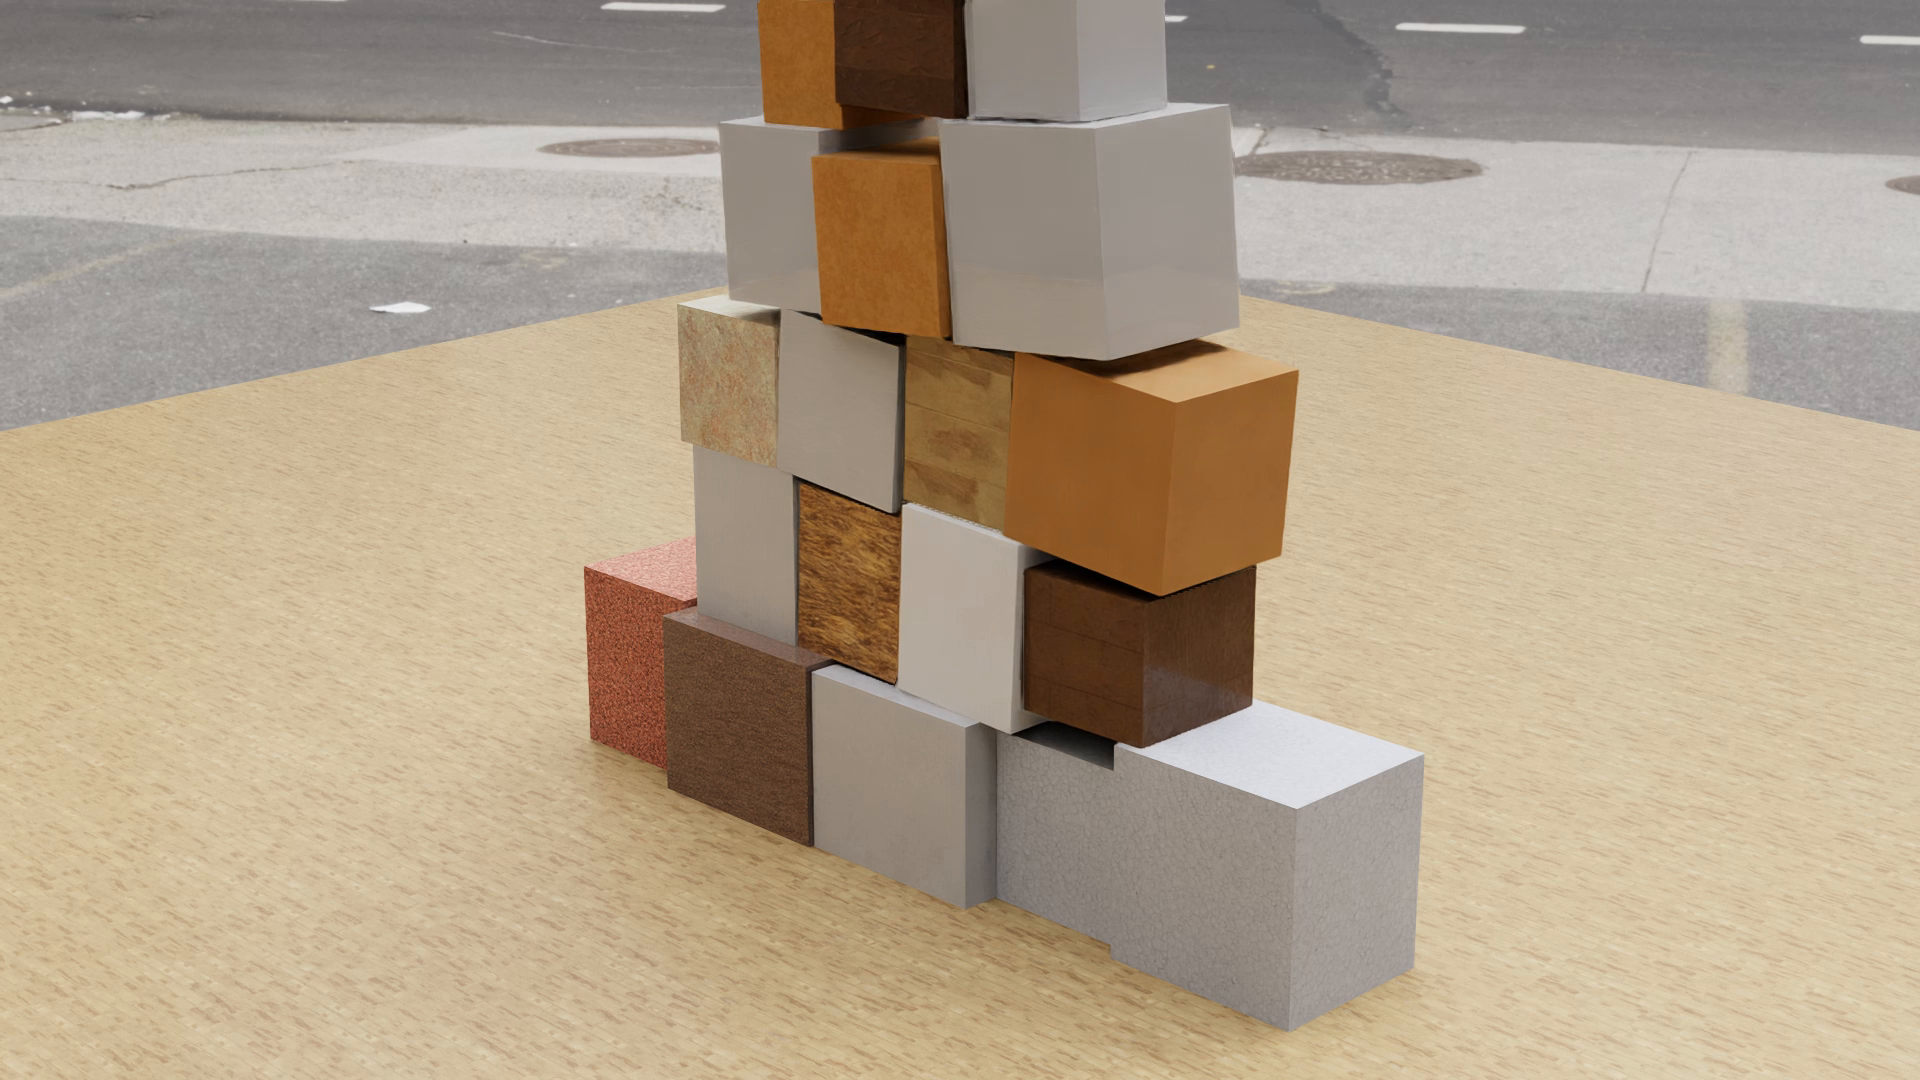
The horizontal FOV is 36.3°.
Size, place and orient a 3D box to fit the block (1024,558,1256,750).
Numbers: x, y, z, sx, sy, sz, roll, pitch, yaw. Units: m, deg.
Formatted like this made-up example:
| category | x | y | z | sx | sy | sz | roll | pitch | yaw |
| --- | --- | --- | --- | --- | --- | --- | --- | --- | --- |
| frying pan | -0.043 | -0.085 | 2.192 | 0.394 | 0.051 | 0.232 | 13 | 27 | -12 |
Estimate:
| category | x | y | z | sx | sy | sz | roll | pitch | yaw |
| --- | --- | --- | --- | --- | --- | --- | --- | --- | --- |
| block | 0.774 | 0.424 | 12.652 | 0.683 | 0.642 | 0.725 | 16 | 24 | 42 |

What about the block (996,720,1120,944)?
| category | x | y | z | sx | sy | sz | roll | pitch | yaw |
| --- | --- | --- | --- | --- | --- | --- | --- | --- | --- |
| block | 0.665 | 1.239 | 13.046 | 0.642 | 0.812 | 0.773 | -17 | 24 | -42 |

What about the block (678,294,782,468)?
| category | x | y | z | sx | sy | sz | roll | pitch | yaw |
| --- | --- | --- | --- | --- | --- | --- | --- | --- | --- |
| block | -0.825 | -0.802 | 13.954 | 0.755 | 0.671 | 0.685 | -17 | 24 | -42 |

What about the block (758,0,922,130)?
| category | x | y | z | sx | sy | sz | roll | pitch | yaw |
| --- | --- | --- | --- | --- | --- | --- | --- | --- | --- |
| block | -0.509 | -2.174 | 13.168 | 0.519 | 0.564 | 0.572 | 12 | 21 | 44 |

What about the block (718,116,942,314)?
| category | x | y | z | sx | sy | sz | roll | pitch | yaw |
| --- | --- | --- | --- | --- | --- | --- | --- | --- | --- |
| block | -0.573 | -1.529 | 13.438 | 0.762 | 0.816 | 0.672 | -17 | 21 | -42 |

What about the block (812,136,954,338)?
| category | x | y | z | sx | sy | sz | roll | pitch | yaw |
| --- | --- | --- | --- | --- | --- | --- | --- | --- | --- |
| block | -0.060 | -1.360 | 12.962 | 0.744 | 0.739 | 0.875 | 11 | 20 | 44 |

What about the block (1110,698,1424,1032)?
| category | x | y | z | sx | sy | sz | roll | pitch | yaw |
| --- | --- | --- | --- | --- | --- | --- | --- | --- | --- |
| block | 1.293 | 1.345 | 12.425 | 0.847 | 0.983 | 0.980 | -17 | 24 | -42 |

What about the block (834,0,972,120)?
| category | x | y | z | sx | sy | sz | roll | pitch | yaw |
| --- | --- | --- | --- | --- | --- | --- | --- | --- | --- |
| block | -0.063 | -2.262 | 12.674 | 0.733 | 0.748 | 0.633 | 16 | 23 | 43 |

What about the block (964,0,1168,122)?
| category | x | y | z | sx | sy | sz | roll | pitch | yaw |
| --- | --- | --- | --- | --- | --- | --- | --- | --- | --- |
| block | 0.441 | -2.060 | 12.228 | 0.634 | 0.547 | 0.540 | 11 | 20 | 44 |

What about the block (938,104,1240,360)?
| category | x | y | z | sx | sy | sz | roll | pitch | yaw |
| --- | --- | --- | --- | --- | --- | --- | --- | --- | --- |
| block | 0.551 | -1.325 | 12.372 | 0.886 | 0.941 | 0.837 | 10 | 19 | 44 |

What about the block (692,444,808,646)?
| category | x | y | z | sx | sy | sz | roll | pitch | yaw |
| --- | --- | --- | --- | --- | --- | --- | --- | --- | --- |
| block | -0.746 | -0.063 | 14.132 | 0.782 | 0.848 | 0.709 | -17 | 24 | -42 |

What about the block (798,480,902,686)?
| category | x | y | z | sx | sy | sz | roll | pitch | yaw |
| --- | --- | --- | --- | --- | --- | --- | --- | --- | --- |
| block | -0.235 | 0.130 | 13.623 | 0.719 | 0.797 | 0.727 | -17 | 26 | -42 |

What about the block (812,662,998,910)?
| category | x | y | z | sx | sy | sz | roll | pitch | yaw |
| --- | --- | --- | --- | --- | --- | --- | --- | --- | --- |
| block | 0.031 | 1.021 | 13.644 | 1.024 | 0.870 | 1.000 | -17 | 24 | -42 |

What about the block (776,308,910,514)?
| category | x | y | z | sx | sy | sz | roll | pitch | yaw |
| --- | --- | --- | --- | --- | --- | --- | --- | --- | --- |
| block | -0.276 | -0.671 | 13.438 | 0.795 | 0.771 | 0.771 | -17 | 28 | -42 |

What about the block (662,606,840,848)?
| category | x | y | z | sx | sy | sz | roll | pitch | yaw |
| --- | --- | --- | --- | --- | --- | --- | --- | --- | --- |
| block | -0.704 | 0.793 | 14.322 | 1.051 | 0.899 | 1.032 | -17 | 24 | -42 |

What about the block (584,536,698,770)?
| category | x | y | z | sx | sy | sz | roll | pitch | yaw |
| --- | --- | --- | --- | --- | --- | --- | --- | --- | --- |
| block | -1.352 | 0.579 | 14.942 | 0.763 | 0.935 | 0.791 | -17 | 24 | -42 |

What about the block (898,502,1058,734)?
| category | x | y | z | sx | sy | sz | roll | pitch | yaw |
| --- | --- | --- | --- | --- | --- | --- | --- | --- | --- |
| block | 0.260 | 0.264 | 13.118 | 0.708 | 0.870 | 0.785 | 20 | 26 | 41 |

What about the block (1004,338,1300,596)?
| category | x | y | z | sx | sy | sz | roll | pitch | yaw |
| --- | --- | --- | --- | --- | --- | --- | --- | --- | --- |
| block | 0.802 | -0.366 | 12.414 | 0.896 | 0.833 | 0.783 | 22 | 27 | 40 |

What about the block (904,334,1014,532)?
| category | x | y | z | sx | sy | sz | roll | pitch | yaw |
| --- | --- | --- | --- | --- | --- | --- | --- | --- | --- |
| block | 0.240 | -0.551 | 12.926 | 0.637 | 0.775 | 0.729 | 19 | 25 | 41 |
